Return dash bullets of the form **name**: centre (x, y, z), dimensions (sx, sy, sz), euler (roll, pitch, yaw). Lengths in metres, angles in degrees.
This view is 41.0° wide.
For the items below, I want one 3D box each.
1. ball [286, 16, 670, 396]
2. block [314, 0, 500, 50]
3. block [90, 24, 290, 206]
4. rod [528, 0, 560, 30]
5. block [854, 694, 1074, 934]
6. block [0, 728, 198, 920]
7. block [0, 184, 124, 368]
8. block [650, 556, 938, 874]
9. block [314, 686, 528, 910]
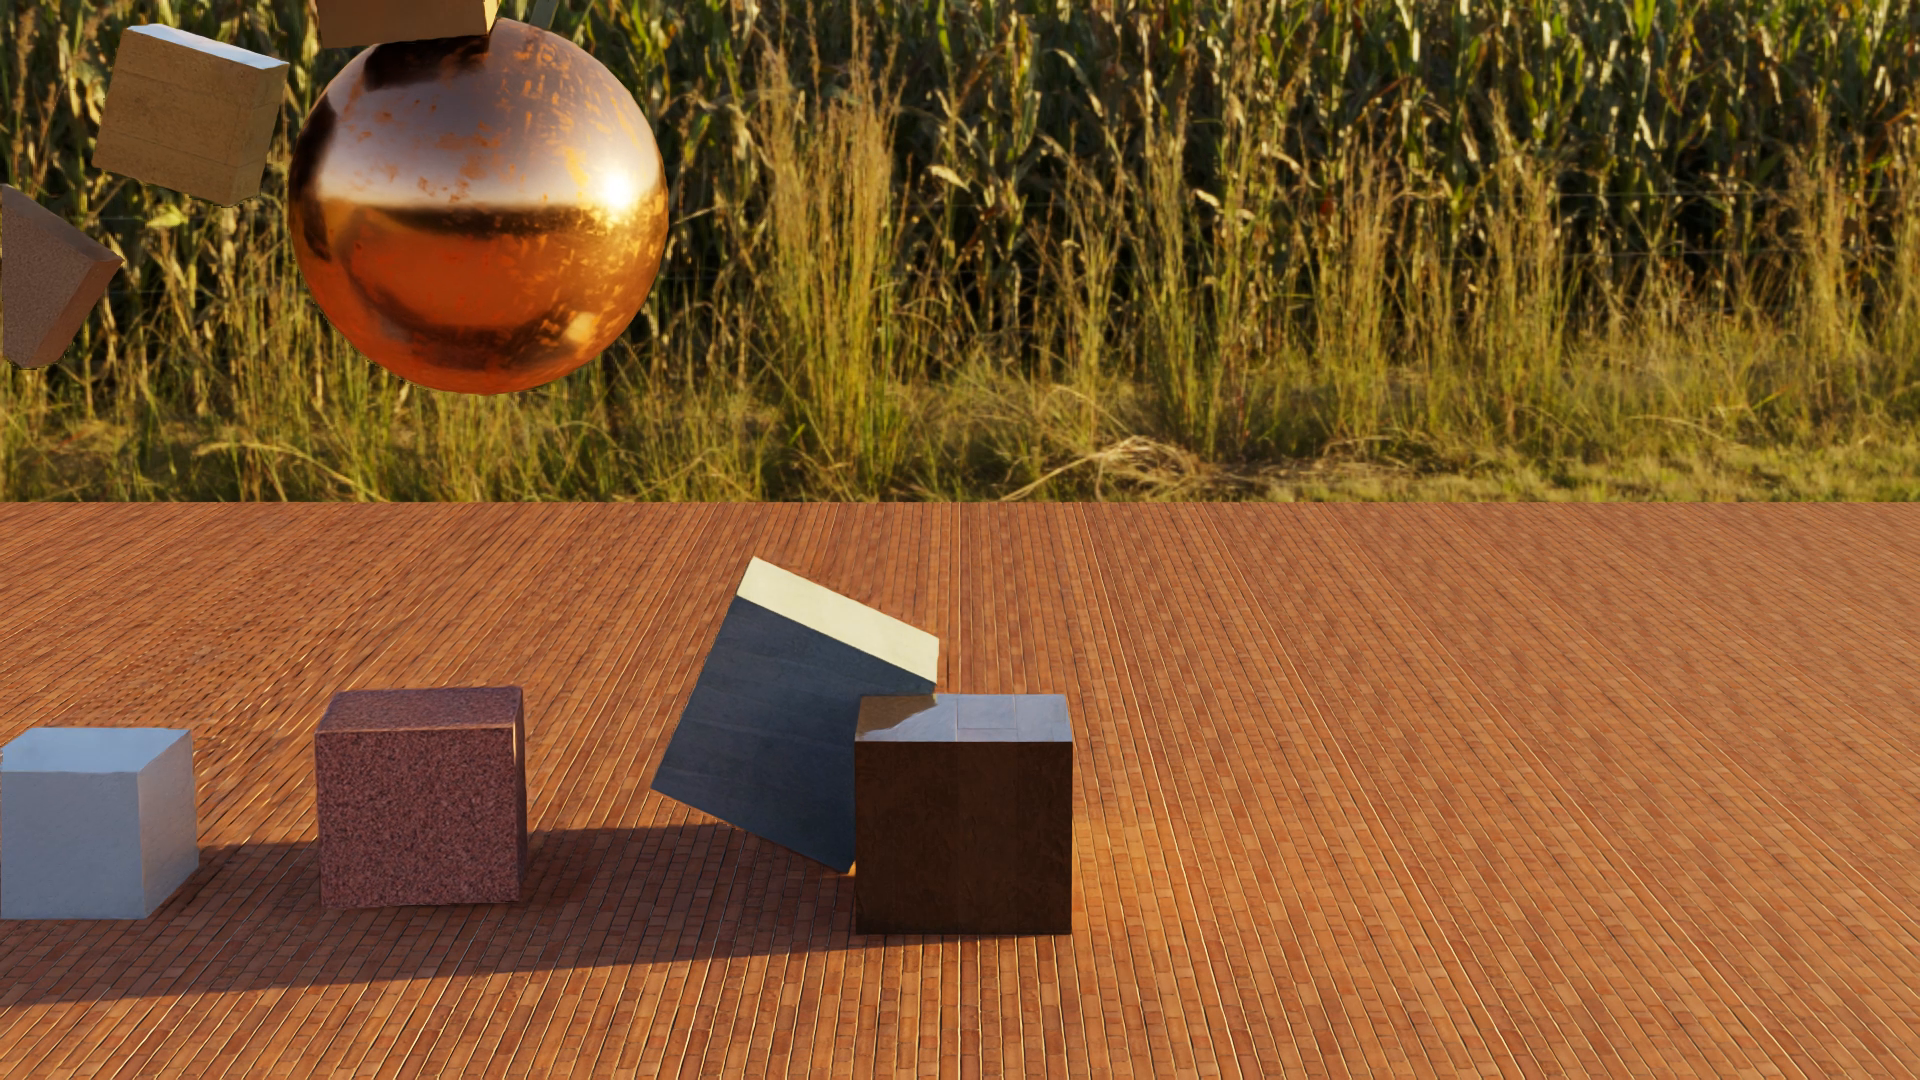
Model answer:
- **ball**: centre (-2.040, -1.418, 10.922), dimensions (1.600, 1.600, 1.600), euler (0, 10, 0)
- **block**: centre (-2.281, -2.458, 10.501), dimensions (0.663, 0.670, 0.679), euler (-6, 26, -1)
- **block**: centre (-3.211, -1.786, 10.737), dimensions (0.569, 0.579, 0.576), euler (16, 12, -7)
- **rod**: centre (-0.884, -4.564, 10.350), dimensions (0.080, 5.200, 0.080), euler (20, 10, -3)
- **block**: centre (0.015, 1.154, 10.921), dimensions (0.891, 0.823, 0.804), euler (0, 10, 0)
- **block**: centre (-3.775, 1.216, 11.093), dimensions (0.715, 0.639, 0.726), euler (0, 10, 1)
- **block**: centre (-3.986, -1.122, 10.838), dimensions (0.575, 0.533, 0.552), euler (34, 3, -9)
- **block**: centre (-0.735, 0.780, 11.733), dimensions (0.958, 0.957, 0.912), euler (24, 9, -4)
- **block**: centre (-2.346, 1.117, 11.260), dimensions (0.827, 0.774, 0.752), euler (-1, 10, -6)
